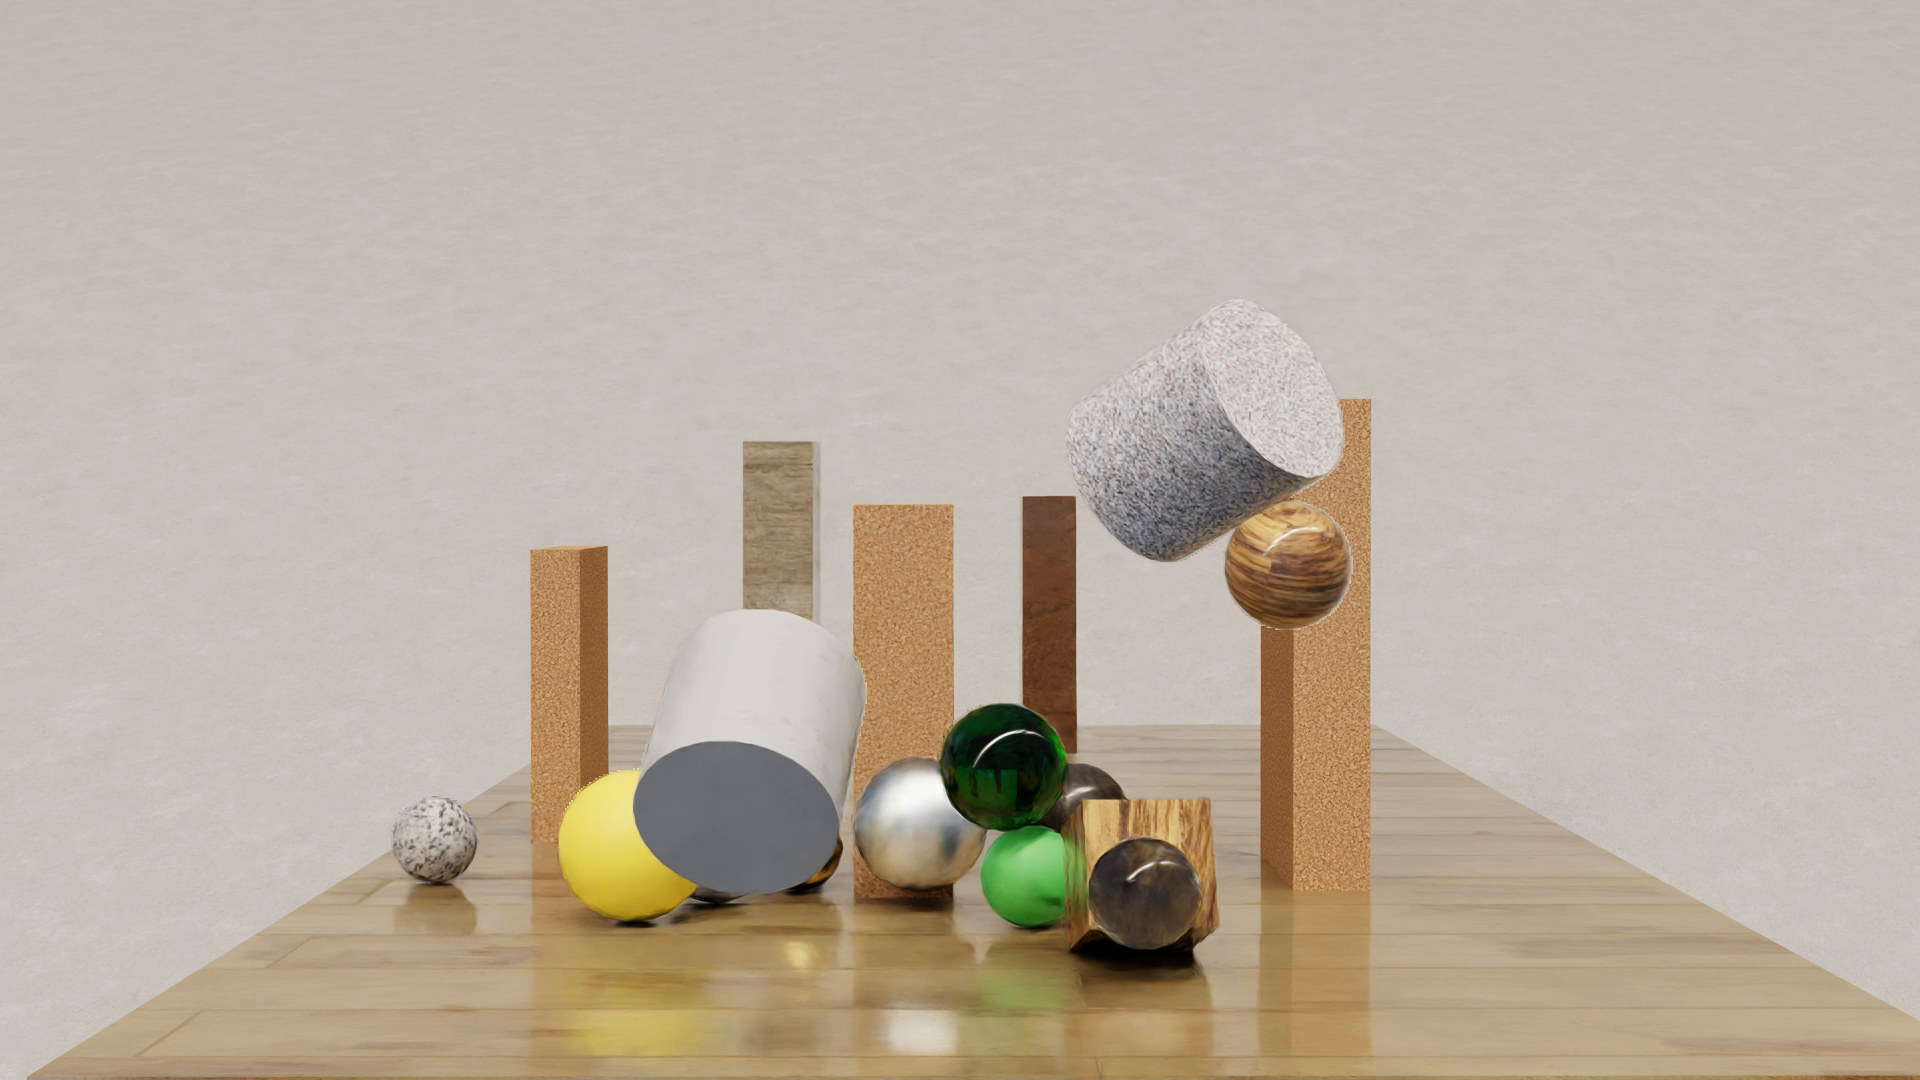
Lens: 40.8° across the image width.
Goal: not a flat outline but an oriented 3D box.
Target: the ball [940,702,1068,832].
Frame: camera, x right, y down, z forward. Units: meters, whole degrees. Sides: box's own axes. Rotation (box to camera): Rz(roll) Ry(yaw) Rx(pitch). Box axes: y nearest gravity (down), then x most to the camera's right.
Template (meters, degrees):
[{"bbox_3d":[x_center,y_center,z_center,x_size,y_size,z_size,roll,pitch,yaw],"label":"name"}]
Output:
[{"bbox_3d":[0.058,0.305,3.473,0.173,0.173,0.173,0,27,0],"label":"ball"}]

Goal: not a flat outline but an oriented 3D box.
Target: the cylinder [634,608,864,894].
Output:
[{"bbox_3d":[-0.209,0.212,2.603,0.204,0.204,0.204,2,37,5],"label":"cylinder"}]

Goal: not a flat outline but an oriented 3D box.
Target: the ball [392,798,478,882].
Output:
[{"bbox_3d":[-0.792,0.453,3.895,0.127,0.127,0.127,0,27,0],"label":"ball"}]

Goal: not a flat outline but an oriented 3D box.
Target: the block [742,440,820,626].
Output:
[{"bbox_3d":[-0.386,0.138,5.617,0.149,0.700,0.310,0,1,0],"label":"block"}]

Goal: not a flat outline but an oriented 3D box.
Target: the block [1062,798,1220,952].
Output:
[{"bbox_3d":[0.225,0.424,3.261,0.161,0.161,0.161,0,72,-8],"label":"block"}]

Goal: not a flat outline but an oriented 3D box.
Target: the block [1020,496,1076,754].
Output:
[{"bbox_3d":[0.201,0.190,5.961,0.121,0.583,0.275,0,1,0],"label":"block"}]

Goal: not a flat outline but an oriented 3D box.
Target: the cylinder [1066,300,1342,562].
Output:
[{"bbox_3d":[0.224,-0.099,2.372,0.179,0.179,0.179,-33,4,39],"label":"cylinder"}]

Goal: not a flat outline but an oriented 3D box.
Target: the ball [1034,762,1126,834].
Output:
[{"bbox_3d":[0.183,0.432,4.047,0.164,0.164,0.164,0,27,0],"label":"ball"}]

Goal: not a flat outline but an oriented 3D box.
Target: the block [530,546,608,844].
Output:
[{"bbox_3d":[-0.679,0.260,4.506,0.083,0.493,0.350,0,1,0],"label":"block"}]

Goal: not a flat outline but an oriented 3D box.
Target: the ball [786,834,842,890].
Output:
[{"bbox_3d":[-0.237,0.454,3.814,0.127,0.127,0.127,0,27,0],"label":"ball"}]

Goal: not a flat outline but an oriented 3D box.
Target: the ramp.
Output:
[{"bbox_3d":[0.062,0.555,4.592,2.000,0.100,4.000,0,1,0],"label":"ramp"}]

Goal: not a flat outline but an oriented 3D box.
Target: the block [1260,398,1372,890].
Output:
[{"bbox_3d":[0.548,0.152,4.007,0.114,0.725,0.411,0,1,0],"label":"block"}]

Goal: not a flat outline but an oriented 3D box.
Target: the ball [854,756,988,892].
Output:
[{"bbox_3d":[-0.056,0.402,3.655,0.190,0.190,0.190,0,27,0],"label":"ball"}]

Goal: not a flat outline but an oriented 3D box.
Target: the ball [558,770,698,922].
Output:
[{"bbox_3d":[-0.447,0.419,3.538,0.206,0.206,0.206,0,27,0],"label":"ball"}]

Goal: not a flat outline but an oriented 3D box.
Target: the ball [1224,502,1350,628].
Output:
[{"bbox_3d":[0.372,0.028,2.940,0.143,0.143,0.143,0,27,0],"label":"ball"}]

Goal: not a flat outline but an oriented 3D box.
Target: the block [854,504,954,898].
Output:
[{"bbox_3d":[-0.082,0.230,3.960,0.145,0.570,0.426,0,1,0],"label":"block"}]

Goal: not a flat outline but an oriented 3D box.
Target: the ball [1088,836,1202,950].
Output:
[{"bbox_3d":[0.221,0.424,3.103,0.137,0.137,0.137,0,27,0],"label":"ball"}]

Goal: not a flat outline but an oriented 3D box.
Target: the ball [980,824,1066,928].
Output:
[{"bbox_3d":[0.097,0.454,3.490,0.138,0.138,0.138,0,27,0],"label":"ball"}]

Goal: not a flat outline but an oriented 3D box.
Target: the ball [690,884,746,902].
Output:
[{"bbox_3d":[-0.350,0.430,3.704,0.178,0.178,0.178,0,27,0],"label":"ball"}]
